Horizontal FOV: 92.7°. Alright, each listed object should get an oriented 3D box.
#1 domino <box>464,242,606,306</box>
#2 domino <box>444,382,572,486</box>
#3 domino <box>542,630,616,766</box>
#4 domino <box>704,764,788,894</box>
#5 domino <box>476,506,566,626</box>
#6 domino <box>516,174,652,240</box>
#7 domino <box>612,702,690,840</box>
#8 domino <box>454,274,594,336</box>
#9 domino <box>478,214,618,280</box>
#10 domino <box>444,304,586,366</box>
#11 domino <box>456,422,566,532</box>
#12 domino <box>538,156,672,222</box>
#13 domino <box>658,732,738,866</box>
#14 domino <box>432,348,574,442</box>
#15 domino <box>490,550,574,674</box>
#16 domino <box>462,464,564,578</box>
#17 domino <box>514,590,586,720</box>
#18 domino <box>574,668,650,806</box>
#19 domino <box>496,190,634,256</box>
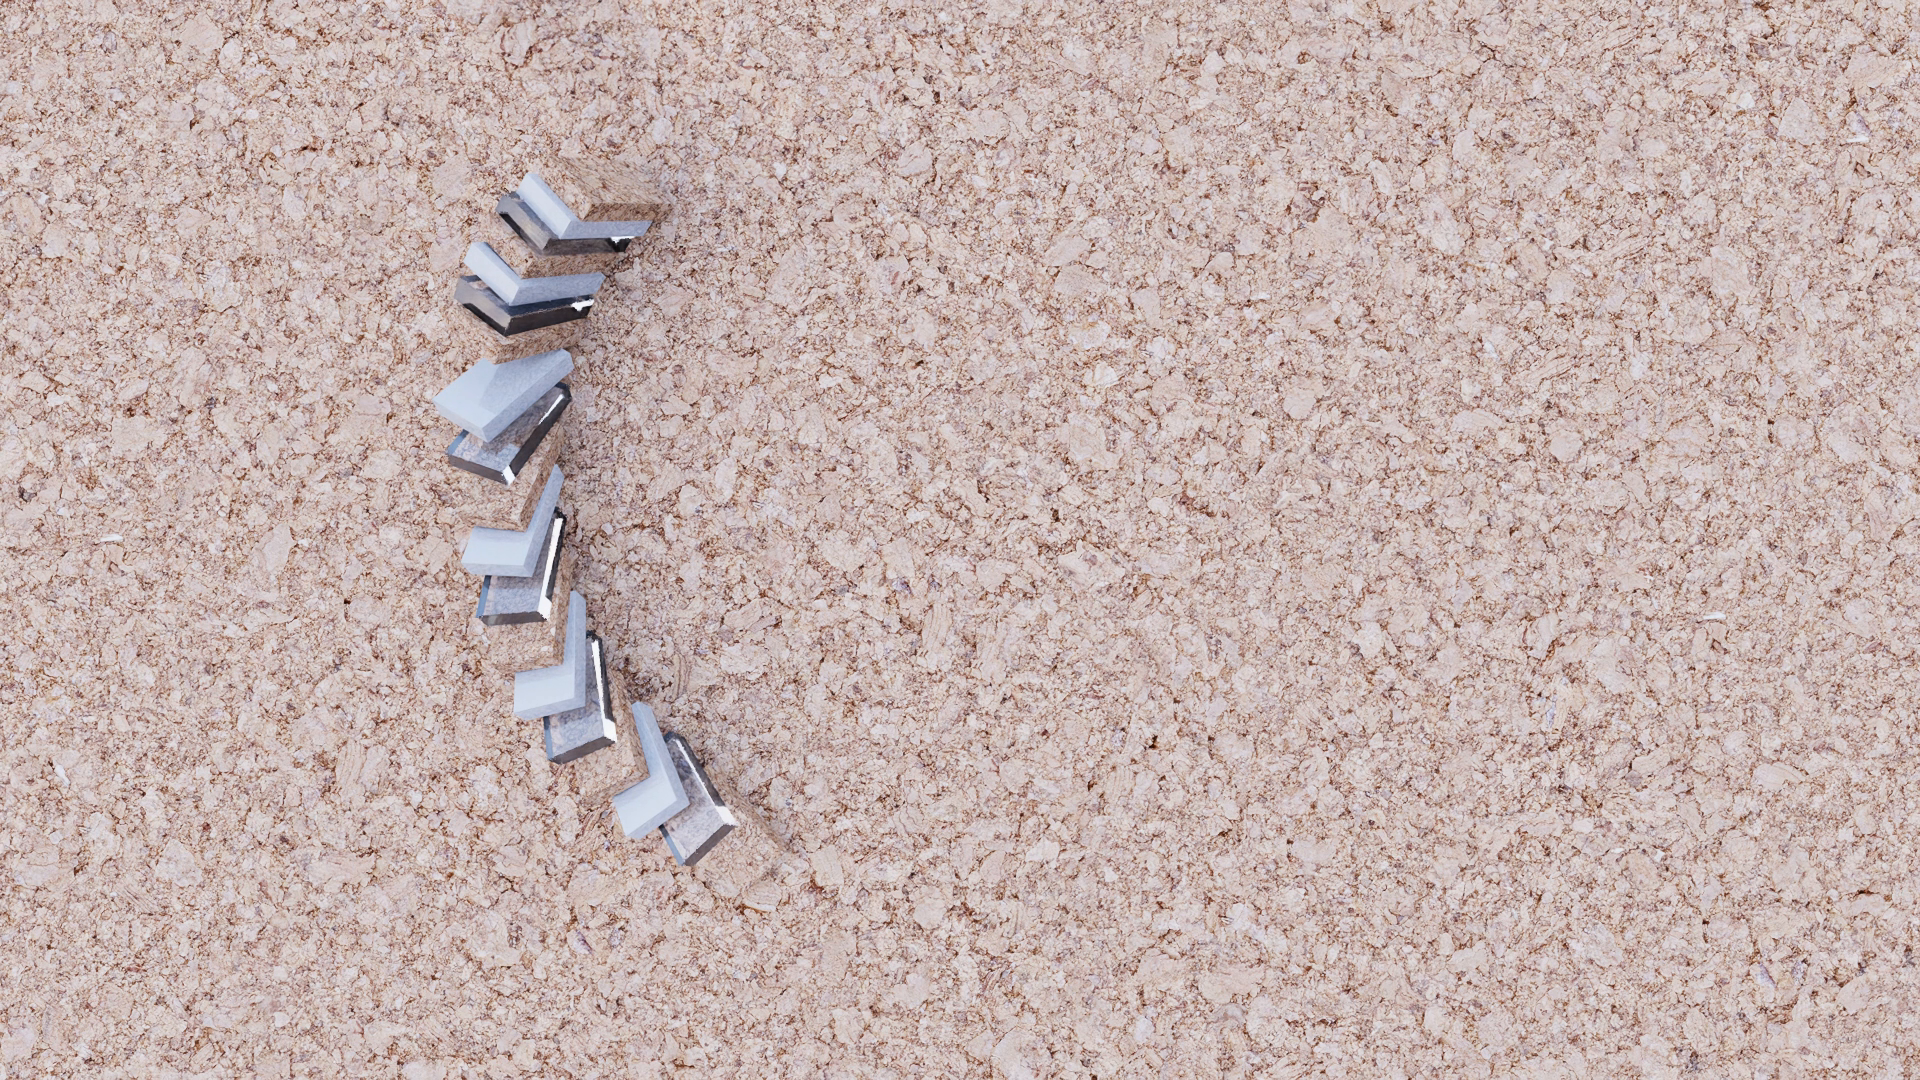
[{"bbox_3d":[-0.173,-0.111,0.376,0.025,0.050,0.010,44,118,0],"label":"domino"},{"bbox_3d":[-0.187,-0.048,0.382,0.025,0.010,0.050,19,57,1],"label":"domino"},{"bbox_3d":[-0.161,0.065,0.383,0.025,0.009,0.050,-22,59,0],"label":"domino"},{"bbox_3d":[-0.101,0.124,0.395,0.025,0.010,0.050,-44,90,0],"label":"domino"},{"bbox_3d":[-0.183,0.010,0.383,0.025,0.009,0.050,-5,59,0],"label":"domino"},{"bbox_3d":[-0.152,-0.137,0.376,0.025,0.050,0.010,47,118,0],"label":"domino"},{"bbox_3d":[-0.134,0.096,0.383,0.025,0.009,0.050,-35,59,0],"label":"domino"},{"bbox_3d":[-0.177,-0.099,0.376,0.025,0.050,0.009,38,118,0],"label":"domino"},{"bbox_3d":[-0.167,-0.121,0.376,0.025,0.050,0.009,47,118,0],"label":"domino"},{"bbox_3d":[-0.181,-0.088,0.375,0.025,0.050,0.009,38,118,1],"label":"domino"},{"bbox_3d":[-0.186,-0.028,0.383,0.025,0.010,0.050,7,58,0],"label":"domino"},{"bbox_3d":[-0.144,-0.144,0.376,0.025,0.050,0.009,47,118,0],"label":"domino"},{"bbox_3d":[-0.117,0.108,0.384,0.025,0.010,0.050,-43,61,0],"label":"domino"},{"bbox_3d":[-0.189,-0.065,0.381,0.025,0.010,0.050,29,58,8],"label":"domino"},{"bbox_3d":[-0.178,0.029,0.383,0.025,0.010,0.050,-9,59,0],"label":"domino"},{"bbox_3d":[-0.186,-0.009,0.383,0.025,0.010,0.050,3,58,0],"label":"domino"},{"bbox_3d":[-0.171,0.048,0.383,0.025,0.009,0.050,-14,59,0],"label":"domino"},{"bbox_3d":[-0.149,0.082,0.383,0.025,0.010,0.050,-29,59,0],"label":"domino"},{"bbox_3d":[-0.161,-0.130,0.376,0.025,0.050,0.010,47,118,0],"label":"domino"}]
